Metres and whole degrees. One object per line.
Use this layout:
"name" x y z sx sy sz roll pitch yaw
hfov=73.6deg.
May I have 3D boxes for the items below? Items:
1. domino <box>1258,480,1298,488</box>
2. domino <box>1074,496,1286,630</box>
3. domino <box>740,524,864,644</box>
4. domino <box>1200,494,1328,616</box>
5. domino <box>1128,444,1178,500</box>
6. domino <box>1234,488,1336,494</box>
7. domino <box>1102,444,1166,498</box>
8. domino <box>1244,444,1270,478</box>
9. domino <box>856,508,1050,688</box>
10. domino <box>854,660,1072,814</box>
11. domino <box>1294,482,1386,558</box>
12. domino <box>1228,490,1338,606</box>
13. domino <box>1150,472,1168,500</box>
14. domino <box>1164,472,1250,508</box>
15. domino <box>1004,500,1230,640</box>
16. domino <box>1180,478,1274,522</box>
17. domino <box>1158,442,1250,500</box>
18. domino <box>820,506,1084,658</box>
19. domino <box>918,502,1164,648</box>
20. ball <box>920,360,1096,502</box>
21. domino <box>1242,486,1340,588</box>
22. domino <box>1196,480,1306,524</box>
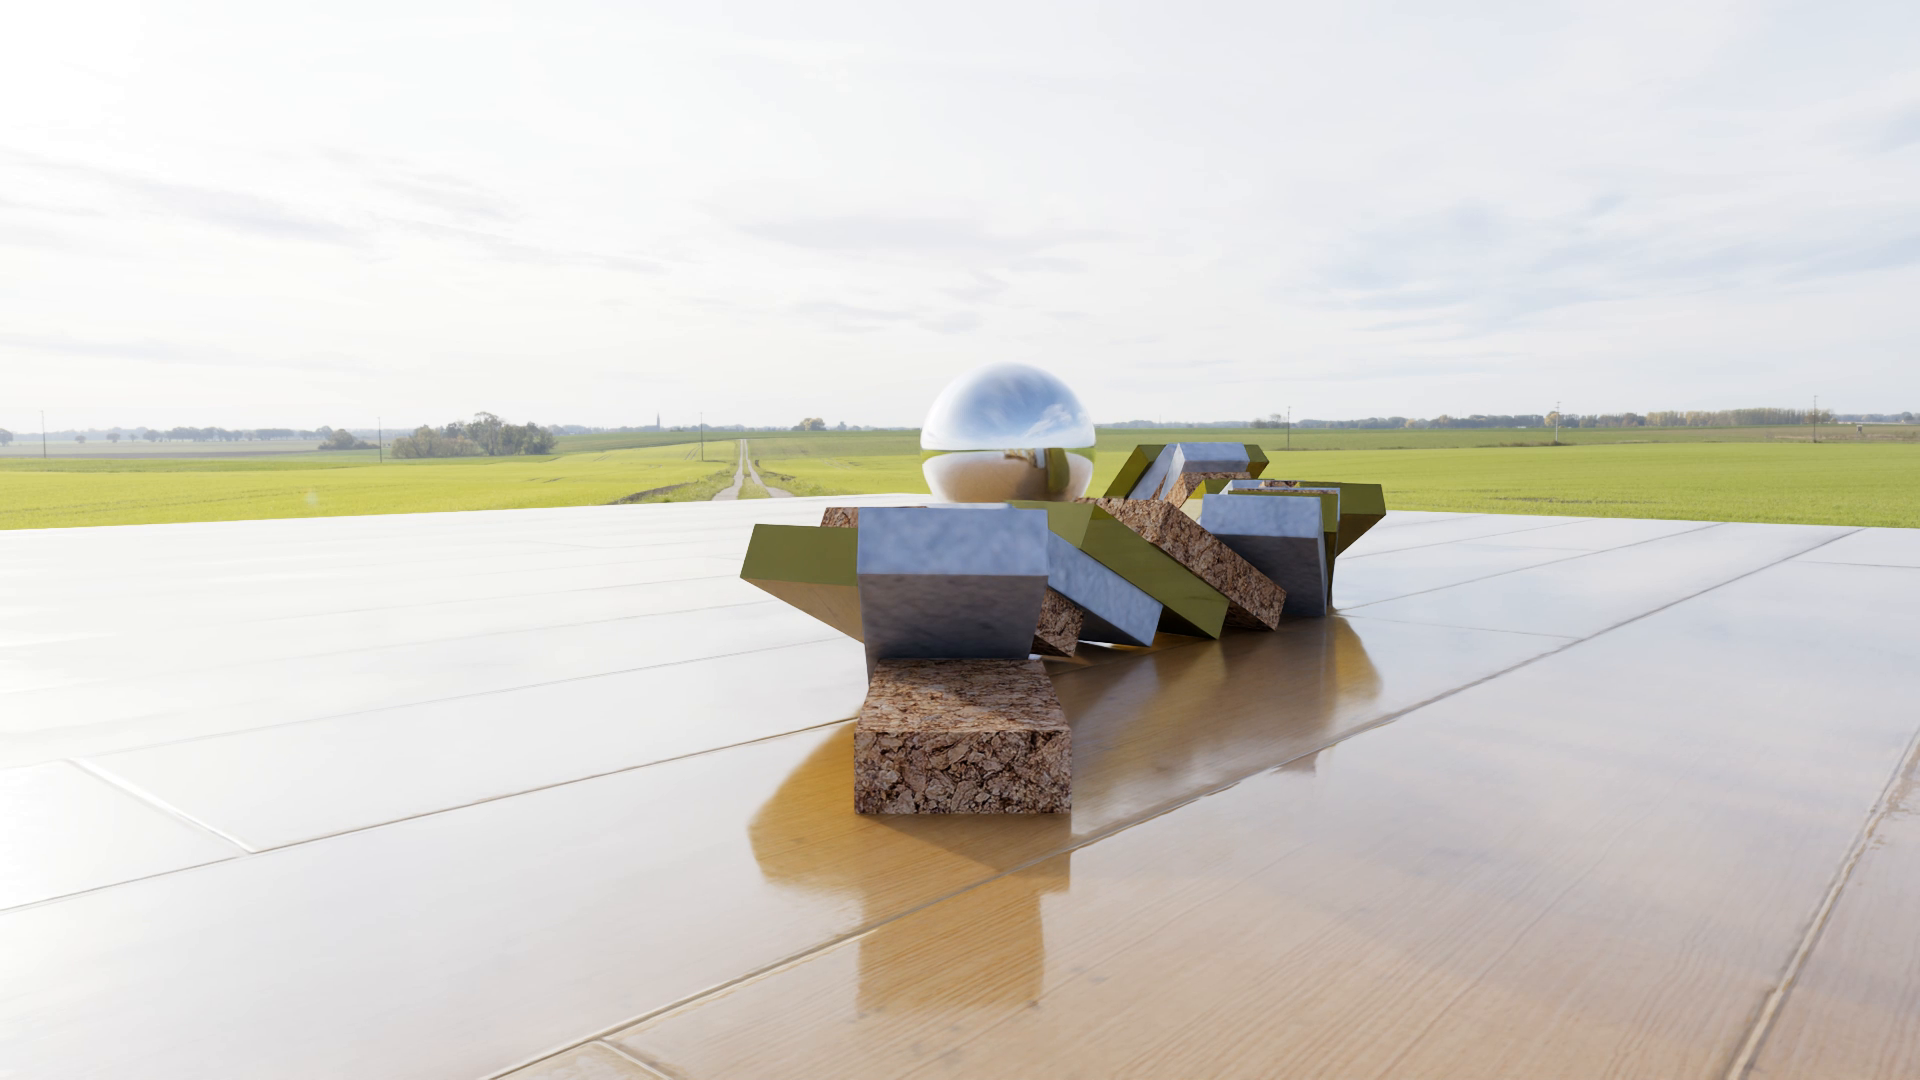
"domino" 0.099 -0.004 0.406 0.025 0.010 0.050 1 -23 -11
"domino" 0.049 0.006 0.286 0.025 0.010 0.050 5 -20 47
"domino" -0.012 0.011 0.223 0.025 0.010 0.050 3 -19 32
"domino" 0.072 0.004 0.300 0.025 0.009 0.050 3 -22 19
"domino" 0.084 -0.019 0.530 0.025 0.050 0.010 -1 49 -36
"domino" 0.086 0.001 0.341 0.025 0.010 0.050 2 -22 15
"domino" 0.074 -0.019 0.540 0.025 0.050 0.010 -3 50 -34
"domino" 0.098 -0.017 0.507 0.025 0.050 0.009 -2 49 -30
"domino" -0.002 0.010 0.191 0.025 0.010 0.050 1 -24 -2
"domino" 0.000 0.025 0.172 0.025 0.010 0.050 0 4 0
"domino" 0.104 -0.002 0.385 0.025 0.009 0.050 1 -23 -10
"domino" 0.080 0.003 0.320 0.025 0.010 0.050 3 -22 15
"domino" 0.091 -0.017 0.518 0.025 0.050 0.010 -2 50 -30
"domino" 0.086 -0.009 0.468 0.025 0.009 0.050 -1 -25 -11
"domino" 0.033 0.007 0.272 0.025 0.009 0.050 4 -21 47
"domino" 0.089 -0.007 0.449 0.025 0.009 0.050 -1 -22 -11
"domino" 0.090 -0.016 0.488 0.025 0.050 0.009 -1 47 -11
"domino" -0.001 0.008 0.242 0.025 0.010 0.050 1 -23 42
"domino" 0.015 0.007 0.257 0.025 0.010 0.050 2 -22 47
"ball" 0.022 -0.041 0.583 0.080 0.080 0.080 0 4 0
"domino" 0.093 0.000 0.362 0.025 0.010 0.050 1 -22 14
"domino" 0.094 -0.005 0.427 0.025 0.009 0.050 0 -23 -11
